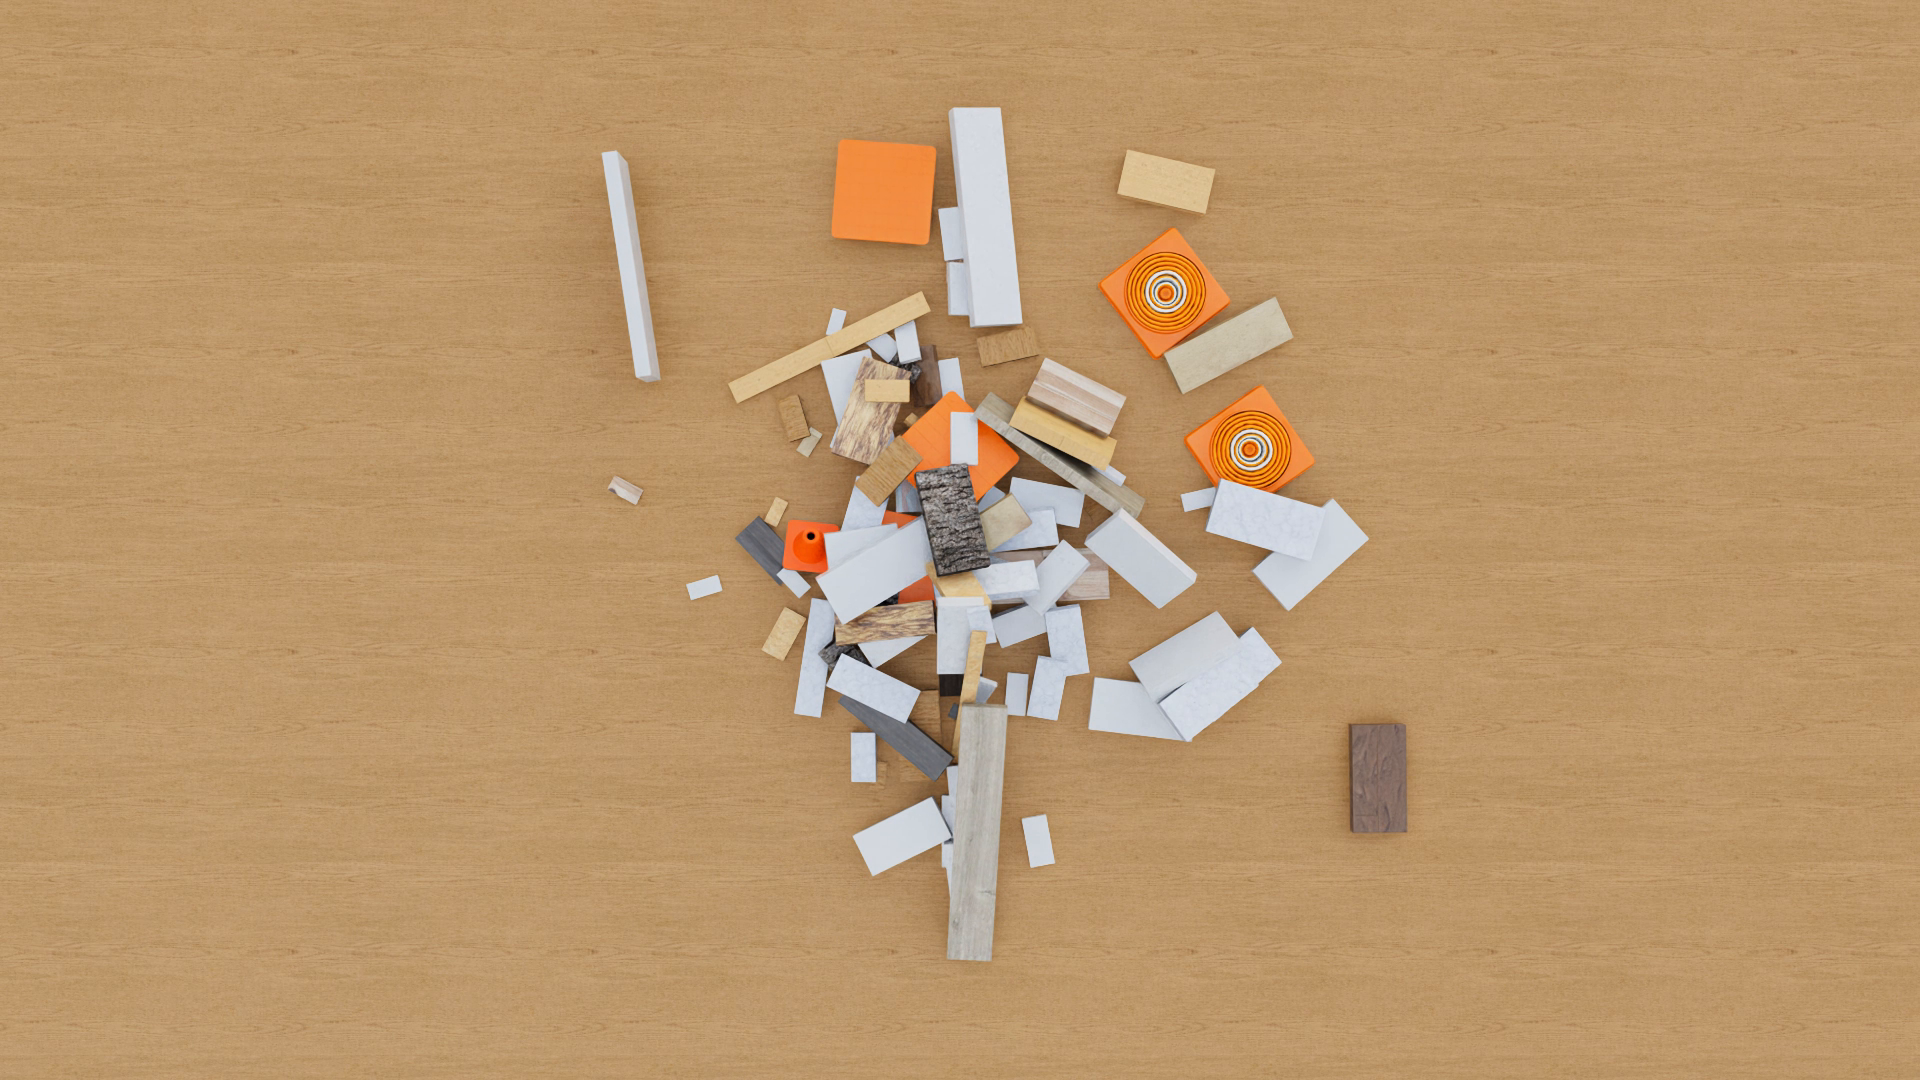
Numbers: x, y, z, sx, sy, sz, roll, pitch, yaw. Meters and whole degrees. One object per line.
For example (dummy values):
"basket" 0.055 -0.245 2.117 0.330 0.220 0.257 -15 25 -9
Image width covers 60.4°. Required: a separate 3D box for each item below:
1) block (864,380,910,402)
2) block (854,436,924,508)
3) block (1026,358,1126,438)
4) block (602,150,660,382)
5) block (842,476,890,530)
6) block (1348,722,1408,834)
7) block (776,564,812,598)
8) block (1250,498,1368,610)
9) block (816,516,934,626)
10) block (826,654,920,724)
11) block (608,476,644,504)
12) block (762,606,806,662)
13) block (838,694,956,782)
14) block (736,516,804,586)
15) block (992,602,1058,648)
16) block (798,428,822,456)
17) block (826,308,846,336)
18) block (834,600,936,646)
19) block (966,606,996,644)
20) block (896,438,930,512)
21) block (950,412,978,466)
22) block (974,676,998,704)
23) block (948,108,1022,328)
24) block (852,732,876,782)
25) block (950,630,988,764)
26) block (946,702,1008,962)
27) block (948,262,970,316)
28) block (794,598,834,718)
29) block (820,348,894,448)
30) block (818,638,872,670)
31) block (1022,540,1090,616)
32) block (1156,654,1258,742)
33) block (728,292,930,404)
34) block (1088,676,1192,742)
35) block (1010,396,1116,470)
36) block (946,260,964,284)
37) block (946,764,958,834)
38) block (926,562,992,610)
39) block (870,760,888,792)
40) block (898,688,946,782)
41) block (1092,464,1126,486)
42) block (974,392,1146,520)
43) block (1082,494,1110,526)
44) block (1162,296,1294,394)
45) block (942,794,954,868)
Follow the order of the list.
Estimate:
"block" -0.238 -0.486 5.387 0.144 0.020 0.072 0 86 -5
"block" -0.231 -0.222 5.336 0.110 0.031 0.220 45 108 2
"block" 0.384 -0.470 5.456 0.299 0.042 0.149 26 71 0
"block" -1.077 -0.892 5.413 0.049 0.173 0.733 -9 90 0
"block" -0.313 -0.079 5.412 0.120 0.034 0.240 17 94 -2
"block" 1.387 0.790 5.475 0.178 0.050 0.356 -1 90 0
"block" -0.550 0.135 5.462 0.054 0.015 0.108 -43 90 0
"block" 1.160 0.049 5.475 0.356 0.050 0.178 -42 90 0
"block" -0.249 0.095 5.358 0.411 0.049 0.171 -31 102 -7
"block" -0.284 0.486 5.403 0.286 0.033 0.117 26 82 -3
"block" -1.113 -0.166 5.492 0.108 0.015 0.054 28 90 0
"block" -0.585 0.312 5.488 0.081 0.023 0.163 29 90 0
"block" -0.211 0.625 5.443 0.418 0.029 0.102 38 99 10
"block" -0.634 0.036 5.485 0.108 0.031 0.217 -44 90 0
"block" 0.221 0.267 5.456 0.220 0.031 0.110 -21 109 6
"block" -0.501 -0.325 5.494 0.045 0.013 0.091 32 90 0
"block" -0.412 -0.722 5.494 0.045 0.013 0.091 16 90 0
"block" -0.243 0.271 5.375 0.334 0.031 0.108 -8 77 13
"block" 0.068 0.267 5.142 0.069 0.020 0.139 -10 127 5
"block" -0.156 -0.213 5.450 0.120 0.034 0.240 -2 90 -37
"block" 0.012 -0.329 5.383 0.087 0.025 0.175 2 78 -9
"block" 0.063 0.504 5.438 0.069 0.020 0.139 20 135 -12
"block" 0.084 -1.065 5.448 0.167 0.047 0.716 -6 90 -21
"block" -0.319 0.721 5.480 0.081 0.023 0.163 -1 89 10
"block" 0.025 0.512 5.314 0.049 0.014 0.581 6 128 -3
"block" 0.055 0.958 5.384 0.148 0.042 0.874 3 102 -1
"block" 0.003 -0.828 5.449 0.086 0.024 0.171 -1 90 -21
"block" -0.476 0.389 5.463 0.087 0.025 0.386 9 90 0
"block" -0.335 -0.448 5.457 0.167 0.047 0.334 -15 87 -6
"block" -0.363 0.414 5.433 0.102 0.029 0.204 -43 90 -9
"block" 0.304 0.124 5.408 0.235 0.033 0.117 -47 63 -2
"block" 0.809 0.505 5.388 0.305 0.043 0.153 -36 90 -10
"block" -0.433 -0.639 5.474 0.712 0.020 0.072 -25 90 2
"block" 0.606 0.561 5.476 0.343 0.049 0.171 7 90 0
"block" 0.340 -0.352 5.411 0.346 0.173 0.049 26 116 0
"block" -0.003 -0.939 5.488 0.086 0.024 0.171 1 90 0
"block" 0.026 0.860 5.450 0.118 0.034 0.237 -6 90 0
"block" -0.005 0.149 5.284 0.121 0.034 0.241 -19 50 -17
"block" -0.271 0.786 5.493 0.049 0.014 0.097 7 90 0
"block" -0.135 0.648 5.479 0.148 0.042 0.295 -4 90 0
"block" 0.493 -0.227 5.470 0.117 0.059 0.017 35 118 0
"block" 0.329 -0.270 5.422 0.629 0.153 0.043 35 116 0
"block" 0.447 -0.109 5.492 0.058 0.017 0.117 -35 90 0
"block" 0.885 -0.645 5.463 0.412 0.042 0.149 -27 103 0
"block" -0.001 0.966 5.483 0.118 0.034 0.237 0 90 0
